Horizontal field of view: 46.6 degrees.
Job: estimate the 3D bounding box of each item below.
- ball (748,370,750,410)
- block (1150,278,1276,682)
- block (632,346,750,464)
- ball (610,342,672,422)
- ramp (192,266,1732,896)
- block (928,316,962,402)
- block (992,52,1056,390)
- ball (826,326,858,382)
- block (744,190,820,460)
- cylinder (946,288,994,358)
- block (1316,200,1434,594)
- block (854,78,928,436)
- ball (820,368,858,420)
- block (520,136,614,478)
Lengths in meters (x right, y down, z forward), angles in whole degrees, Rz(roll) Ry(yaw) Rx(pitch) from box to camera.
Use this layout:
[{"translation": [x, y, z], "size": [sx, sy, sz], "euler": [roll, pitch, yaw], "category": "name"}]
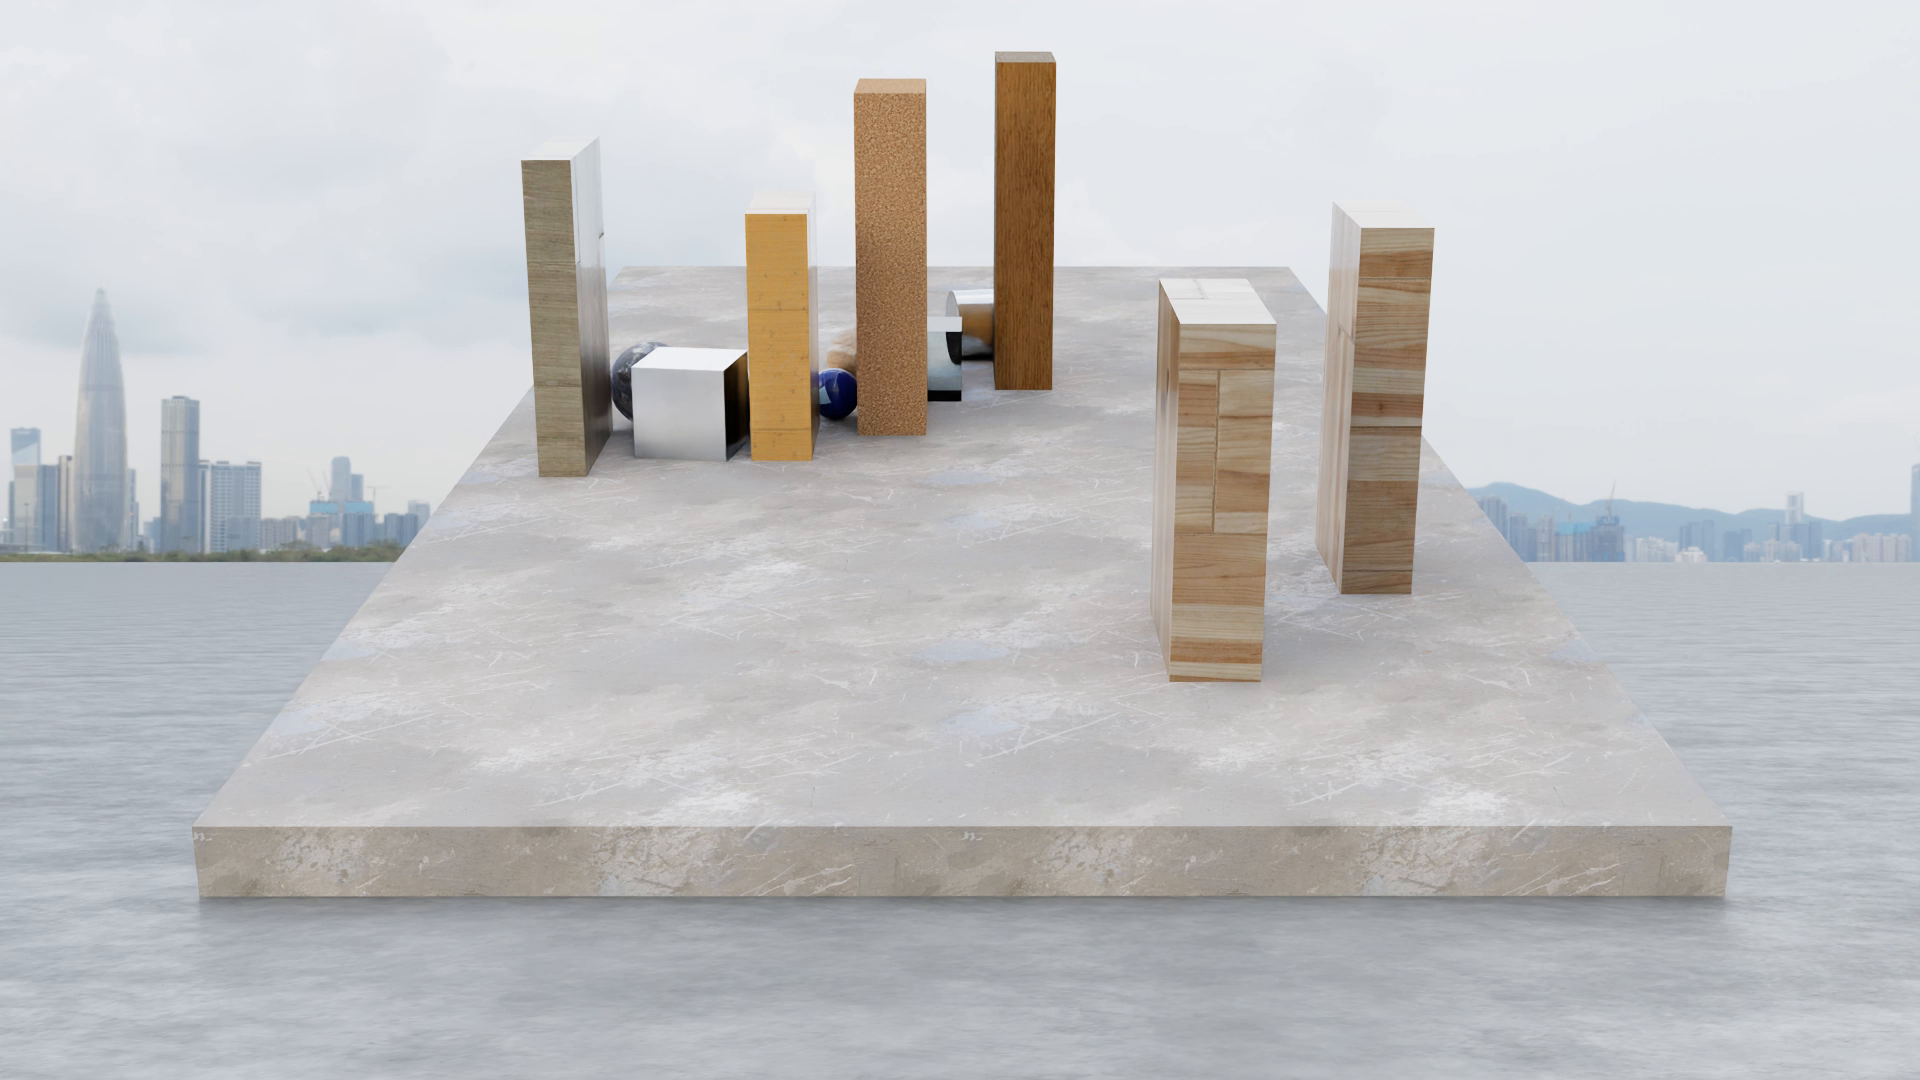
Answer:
[{"translation": [-0.504, -0.311, 4.820], "size": [0.147, 0.147, 0.147], "euler": [0, 0, 0], "category": "ball"}, {"translation": [0.388, -0.100, 3.472], "size": [0.139, 0.554, 0.348], "euler": [0, 17, 0], "category": "block"}, {"translation": [-0.561, -0.284, 4.657], "size": [0.194, 0.194, 0.194], "euler": [3, 18, 9], "category": "block"}, {"translation": [-0.671, -0.339, 4.848], "size": [0.185, 0.185, 0.185], "euler": [0, 0, 0], "category": "ball"}, {"translation": [-0.003, -0.179, 4.814], "size": [2.000, 0.100, 4.000], "euler": [0, 17, 0], "category": "ramp"}, {"translation": [-0.077, -0.418, 5.139], "size": [0.163, 0.163, 0.163], "euler": [0, 17, 0], "category": "block"}, {"translation": [0.148, -0.749, 5.213], "size": [0.133, 0.750, 0.275], "euler": [0, 17, 0], "category": "block"}, {"translation": [-0.241, -0.428, 5.206], "size": [0.141, 0.141, 0.141], "euler": [0, 0, 0], "category": "ball"}, {"translation": [-0.368, -0.453, 4.667], "size": [0.124, 0.511, 0.306], "euler": [0, 17, 0], "category": "block"}, {"translation": [0.063, -0.536, 5.509], "size": [0.167, 0.167, 0.167], "euler": [-4, 0, -12], "category": "cylinder"}, {"translation": [0.707, -0.248, 3.827], "size": [0.119, 0.625, 0.282], "euler": [0, 17, 0], "category": "block"}, {"translation": [-0.147, -0.617, 4.832], "size": [0.147, 0.726, 0.305], "euler": [0, 17, 0], "category": "block"}, {"translation": [-0.277, -0.323, 4.918], "size": [0.113, 0.113, 0.113], "euler": [0, 0, 0], "category": "ball"}, {"translation": [-0.799, -0.485, 4.561], "size": [0.095, 0.634, 0.373], "euler": [0, 17, 0], "category": "block"}]
